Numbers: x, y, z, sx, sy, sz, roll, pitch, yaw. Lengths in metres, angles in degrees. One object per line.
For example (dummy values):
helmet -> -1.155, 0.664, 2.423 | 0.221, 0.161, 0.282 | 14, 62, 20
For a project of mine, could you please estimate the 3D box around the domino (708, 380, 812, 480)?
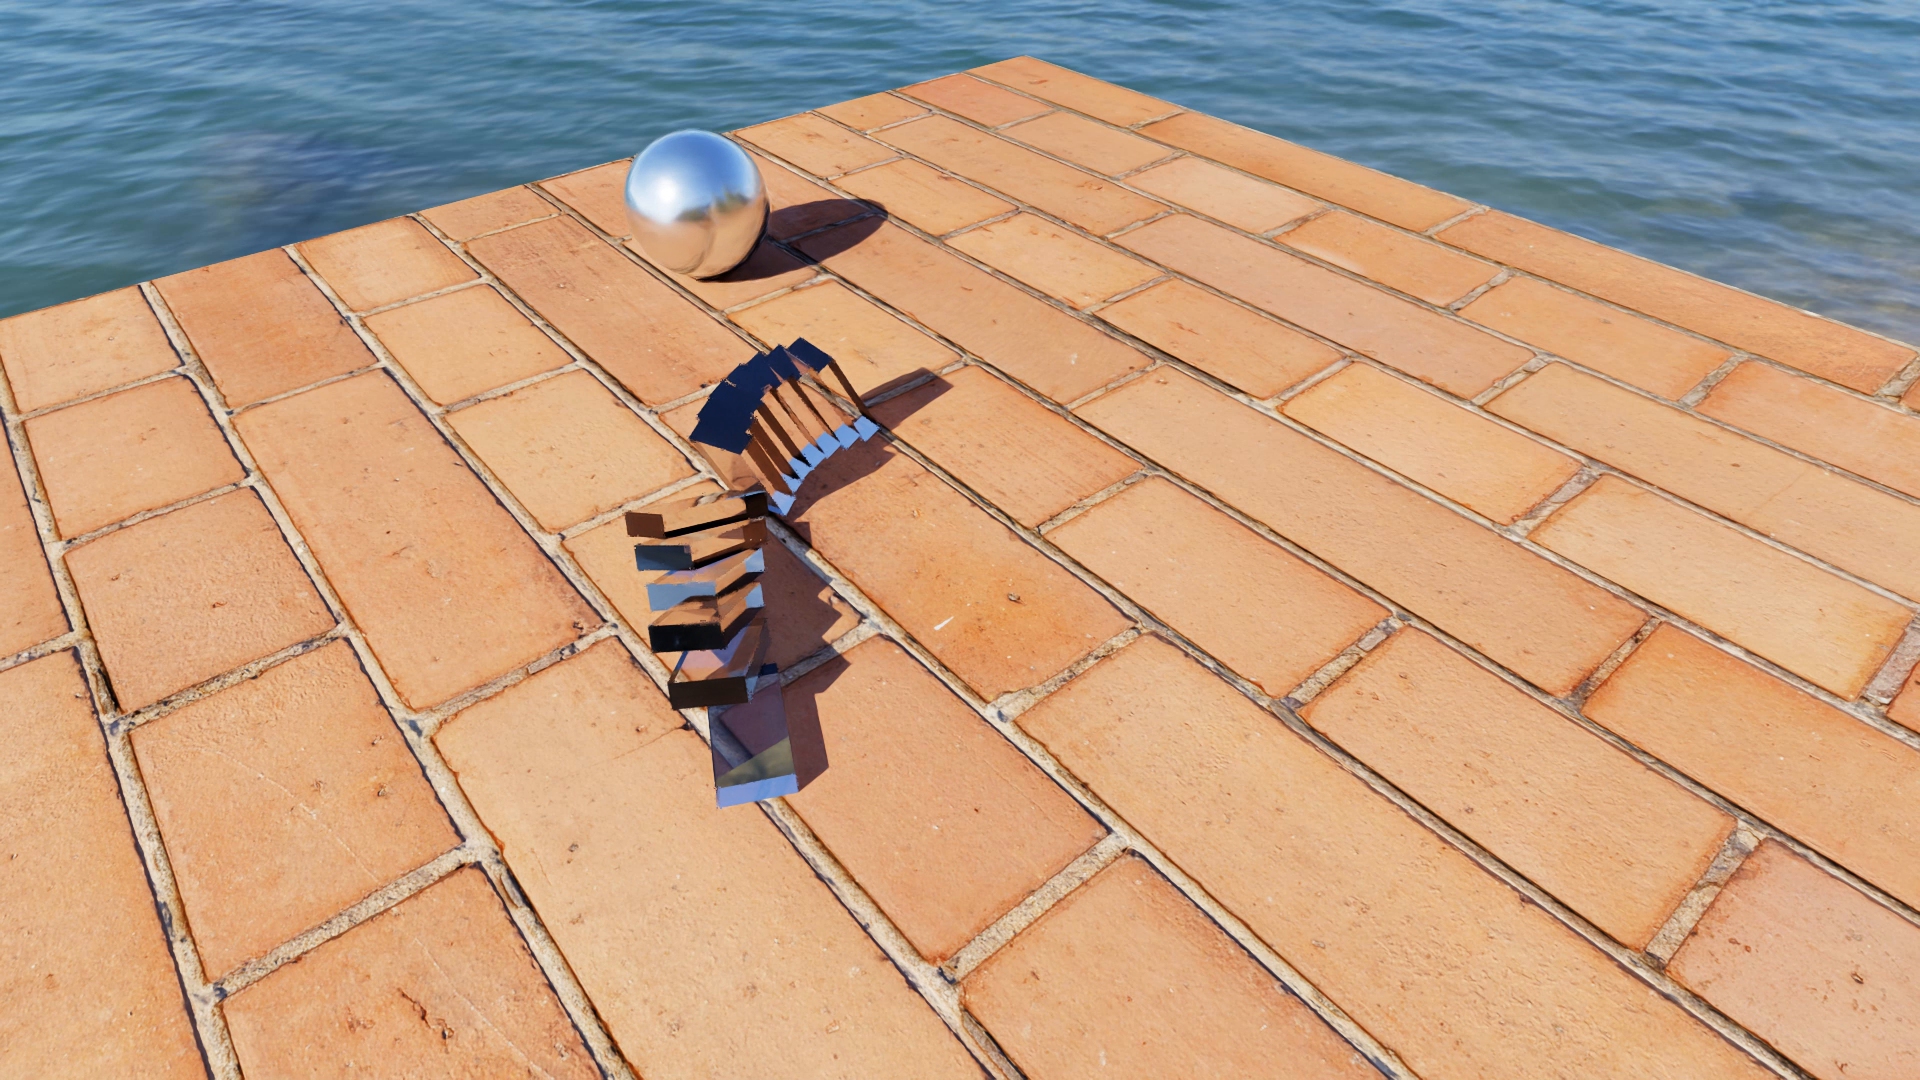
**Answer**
domino -> -0.084, -0.045, 0.467 | 0.025, 0.050, 0.010 | 28, 73, 30

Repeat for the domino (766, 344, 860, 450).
domino -> -0.065, -0.063, 0.489 | 0.010, 0.050, 0.025 | -47, 54, -10

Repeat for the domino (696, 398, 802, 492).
domino -> -0.087, -0.037, 0.458 | 0.025, 0.050, 0.010 | 23, 71, 25

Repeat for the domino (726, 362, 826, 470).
domino -> -0.079, -0.053, 0.477 | 0.009, 0.050, 0.025 | -47, 54, -10

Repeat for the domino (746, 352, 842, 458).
domino -> -0.073, -0.059, 0.484 | 0.010, 0.050, 0.025 | -47, 54, -10

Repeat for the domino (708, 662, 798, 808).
domino -> -0.070, 0.064, 0.366 | 0.025, 0.010, 0.050 | -9, 40, -11

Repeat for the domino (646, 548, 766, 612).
domino -> -0.093, 0.014, 0.407 | 0.025, 0.009, 0.050 | -3, 13, 10

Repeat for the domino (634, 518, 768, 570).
domino -> -0.098, 0.001, 0.422 | 0.025, 0.009, 0.050 | -1, 12, 23

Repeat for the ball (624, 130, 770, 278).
ball -> -0.147, -0.188, 0.617 | 0.080, 0.080, 0.080 | 0, 39, 0

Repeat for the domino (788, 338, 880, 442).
domino -> -0.057, -0.067, 0.494 | 0.010, 0.050, 0.025 | -47, 54, -10

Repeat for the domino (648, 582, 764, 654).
domino -> -0.089, 0.027, 0.391 | 0.025, 0.009, 0.050 | -4, 12, 6

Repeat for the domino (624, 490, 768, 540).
domino -> -0.104, -0.011, 0.436 | 0.025, 0.010, 0.050 | 4, 14, 40

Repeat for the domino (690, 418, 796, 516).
domino -> -0.088, -0.029, 0.447 | 0.025, 0.050, 0.009 | 18, 69, 21

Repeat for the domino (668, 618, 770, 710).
domino -> -0.082, 0.042, 0.377 | 0.025, 0.010, 0.050 | -6, 18, 0
